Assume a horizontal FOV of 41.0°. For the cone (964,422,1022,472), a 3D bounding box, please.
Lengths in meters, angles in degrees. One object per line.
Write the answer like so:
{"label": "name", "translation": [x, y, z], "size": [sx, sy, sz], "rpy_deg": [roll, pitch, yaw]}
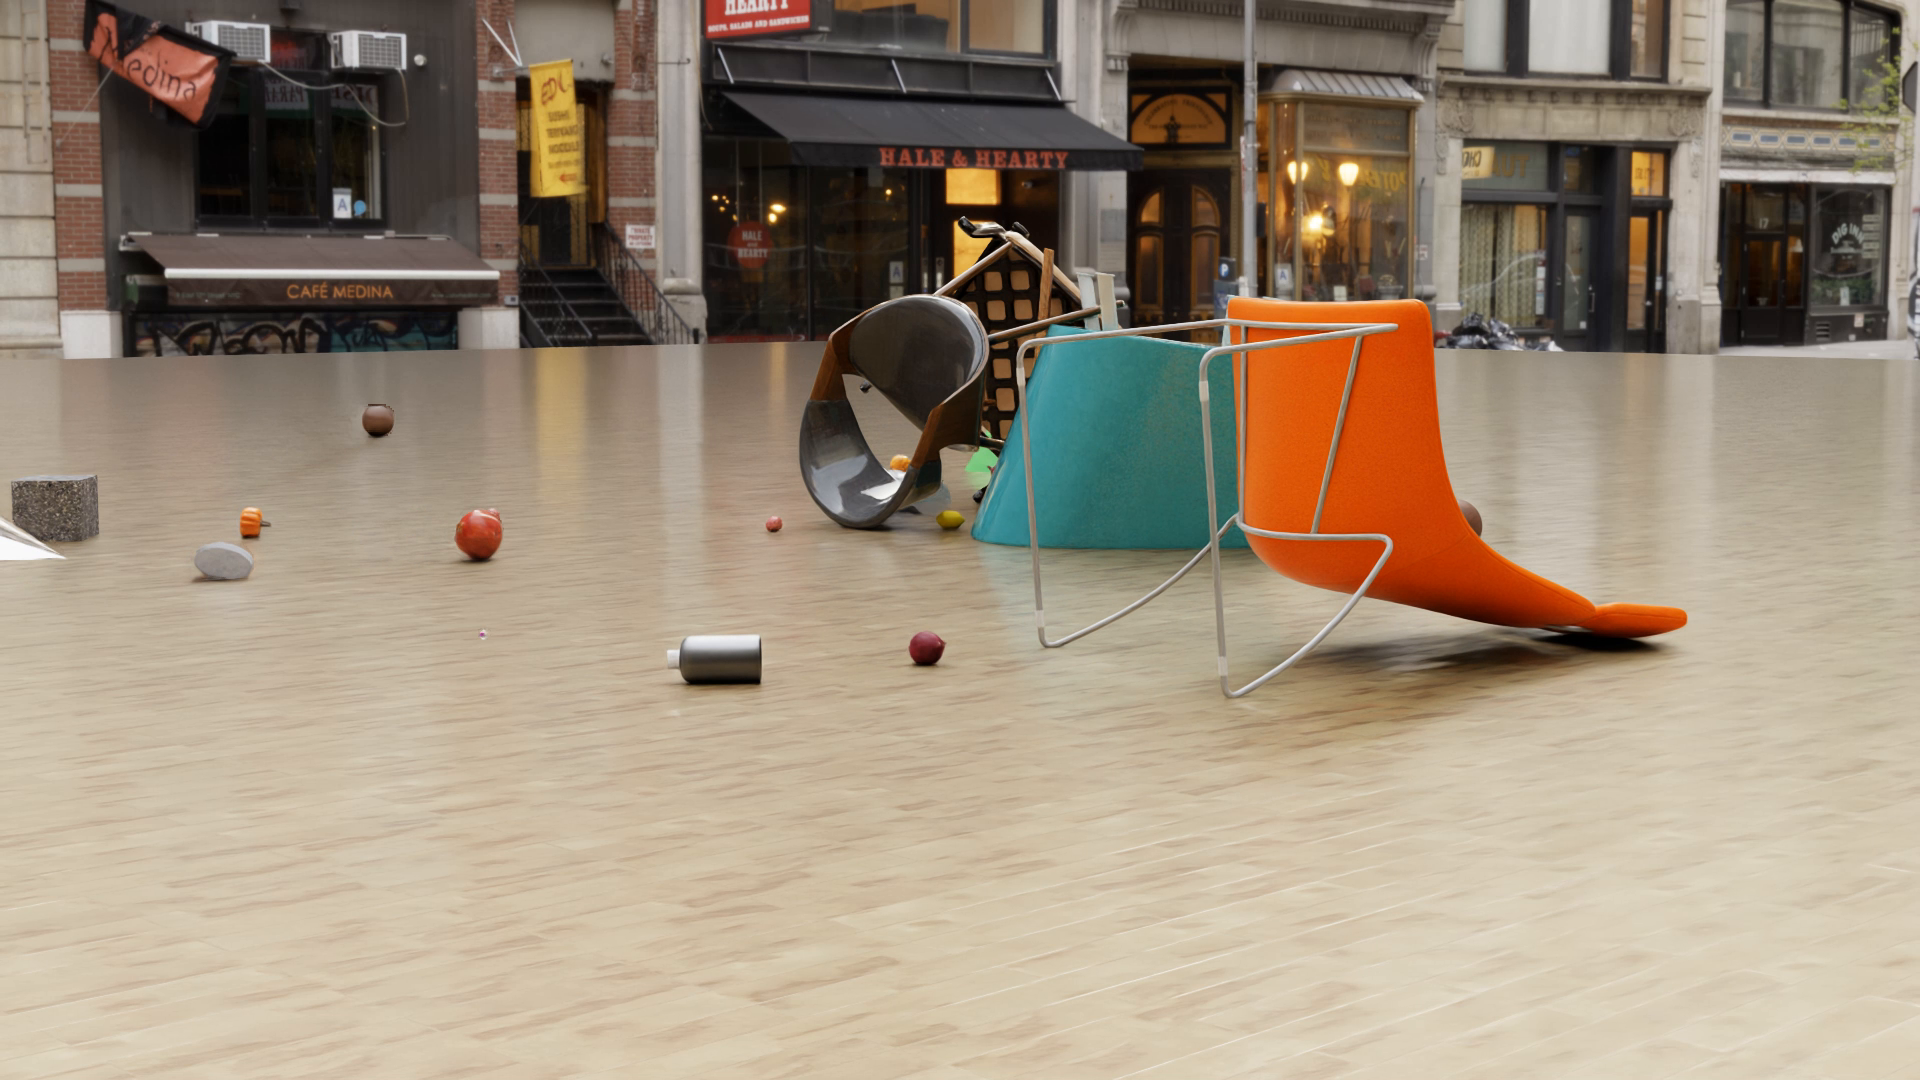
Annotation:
{"label": "cone", "translation": [0.114, -0.323, 8.715], "size": [0.198, 0.170, 0.213], "rpy_deg": [-2, 6, -15]}

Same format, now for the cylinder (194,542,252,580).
{"label": "cylinder", "translation": [-1.611, 0.047, 5.614], "size": [0.122, 0.067, 0.122], "rpy_deg": [11, 3, -15]}

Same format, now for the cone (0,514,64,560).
{"label": "cone", "translation": [-2.209, 0.008, 5.973], "size": [0.254, 0.123, 0.243], "rpy_deg": [16, 29, -10]}

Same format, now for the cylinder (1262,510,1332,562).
{"label": "cylinder", "translation": [0.782, -0.010, 5.962], "size": [0.119, 0.095, 0.128], "rpy_deg": [-3, 50, -24]}

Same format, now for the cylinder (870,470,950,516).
{"label": "cylinder", "translation": [-0.137, -0.132, 7.110], "size": [0.159, 0.107, 0.174], "rpy_deg": [29, -12, -34]}

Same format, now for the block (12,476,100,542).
{"label": "block", "translation": [-2.278, -0.081, 6.463], "size": [0.167, 0.151, 0.170], "rpy_deg": [-1, 6, -5]}
